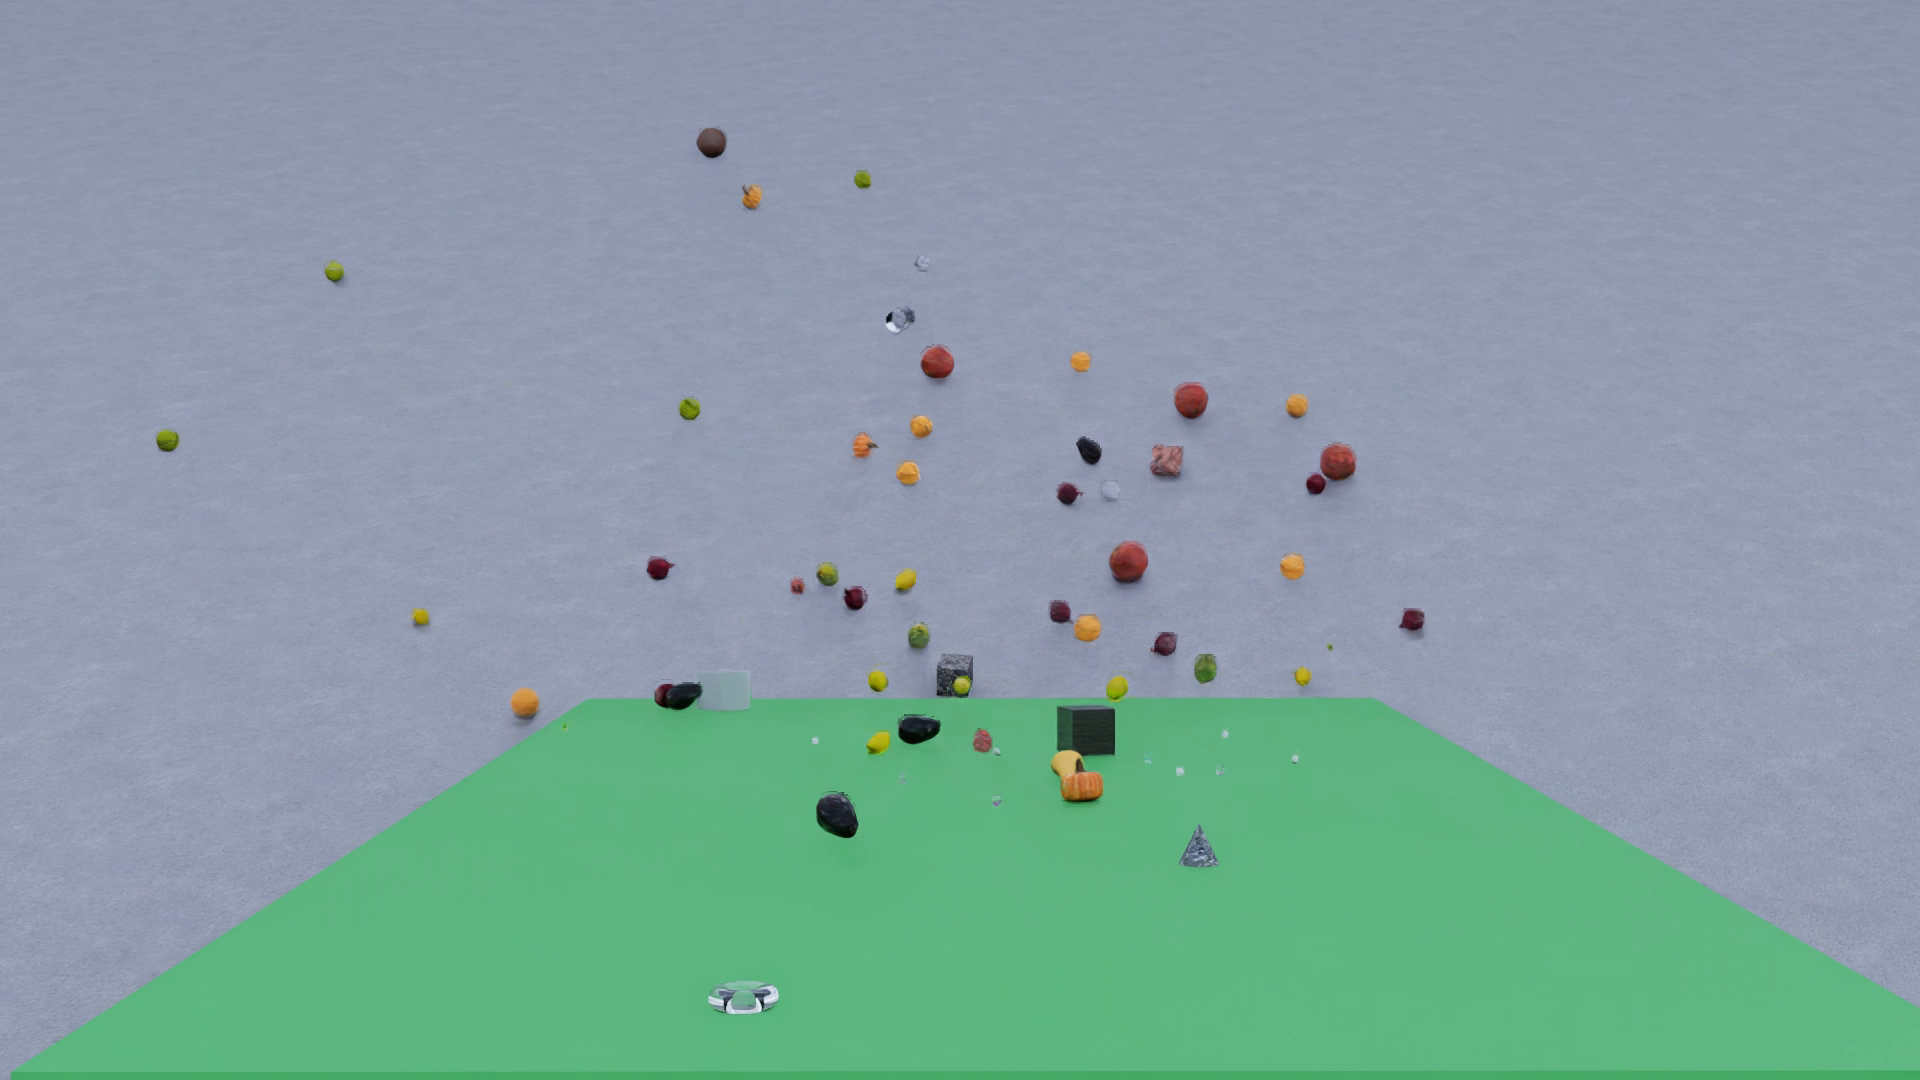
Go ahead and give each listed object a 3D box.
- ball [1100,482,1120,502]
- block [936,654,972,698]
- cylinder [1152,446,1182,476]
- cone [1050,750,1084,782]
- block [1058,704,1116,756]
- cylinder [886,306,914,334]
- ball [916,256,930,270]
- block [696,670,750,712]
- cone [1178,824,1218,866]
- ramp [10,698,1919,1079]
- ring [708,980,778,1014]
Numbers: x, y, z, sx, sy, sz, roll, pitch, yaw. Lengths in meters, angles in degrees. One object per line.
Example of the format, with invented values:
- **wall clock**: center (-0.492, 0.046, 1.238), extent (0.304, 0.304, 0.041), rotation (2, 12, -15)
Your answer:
- **ball**: center (0.461, -0.149, 7.889), extent (0.059, 0.059, 0.059), rotation (0, 25, 0)
- **block**: center (-0.014, 0.356, 6.773), extent (0.082, 0.082, 0.082), rotation (4, 25, 8)
- **cylinder**: center (0.647, -0.247, 8.068), extent (0.085, 0.085, 0.085), rotation (4, 25, 11)
- **cone**: center (0.205, 0.441, 4.868), extent (0.063, 0.063, 0.063), rotation (0, 28, -1)
- **block**: center (0.261, 0.394, 5.341), extent (0.093, 0.093, 0.093), rotation (-1, 2, -18)
- **cylinder**: center (-0.215, -0.790, 9.250), extent (0.077, 0.077, 0.077), rotation (14, 28, 27)
- **ball**: center (-0.143, -1.058, 9.850), extent (0.057, 0.057, 0.057), rotation (0, 25, 0)
- **block**: center (-0.577, 0.365, 6.284), extent (0.092, 0.092, 0.092), rotation (-2, 3, -45)
- **cone**: center (0.358, 0.455, 3.865), extent (0.061, 0.061, 0.061), rotation (0, 2, 0)
- **ramp**: center (0.057, 0.515, 4.555), extent (2.000, 0.100, 4.000), rotation (0, 2, 0)
- **ring**: center (-0.239, 0.505, 2.846), extent (0.078, 0.026, 0.078), rotation (-1, 2, 0)
